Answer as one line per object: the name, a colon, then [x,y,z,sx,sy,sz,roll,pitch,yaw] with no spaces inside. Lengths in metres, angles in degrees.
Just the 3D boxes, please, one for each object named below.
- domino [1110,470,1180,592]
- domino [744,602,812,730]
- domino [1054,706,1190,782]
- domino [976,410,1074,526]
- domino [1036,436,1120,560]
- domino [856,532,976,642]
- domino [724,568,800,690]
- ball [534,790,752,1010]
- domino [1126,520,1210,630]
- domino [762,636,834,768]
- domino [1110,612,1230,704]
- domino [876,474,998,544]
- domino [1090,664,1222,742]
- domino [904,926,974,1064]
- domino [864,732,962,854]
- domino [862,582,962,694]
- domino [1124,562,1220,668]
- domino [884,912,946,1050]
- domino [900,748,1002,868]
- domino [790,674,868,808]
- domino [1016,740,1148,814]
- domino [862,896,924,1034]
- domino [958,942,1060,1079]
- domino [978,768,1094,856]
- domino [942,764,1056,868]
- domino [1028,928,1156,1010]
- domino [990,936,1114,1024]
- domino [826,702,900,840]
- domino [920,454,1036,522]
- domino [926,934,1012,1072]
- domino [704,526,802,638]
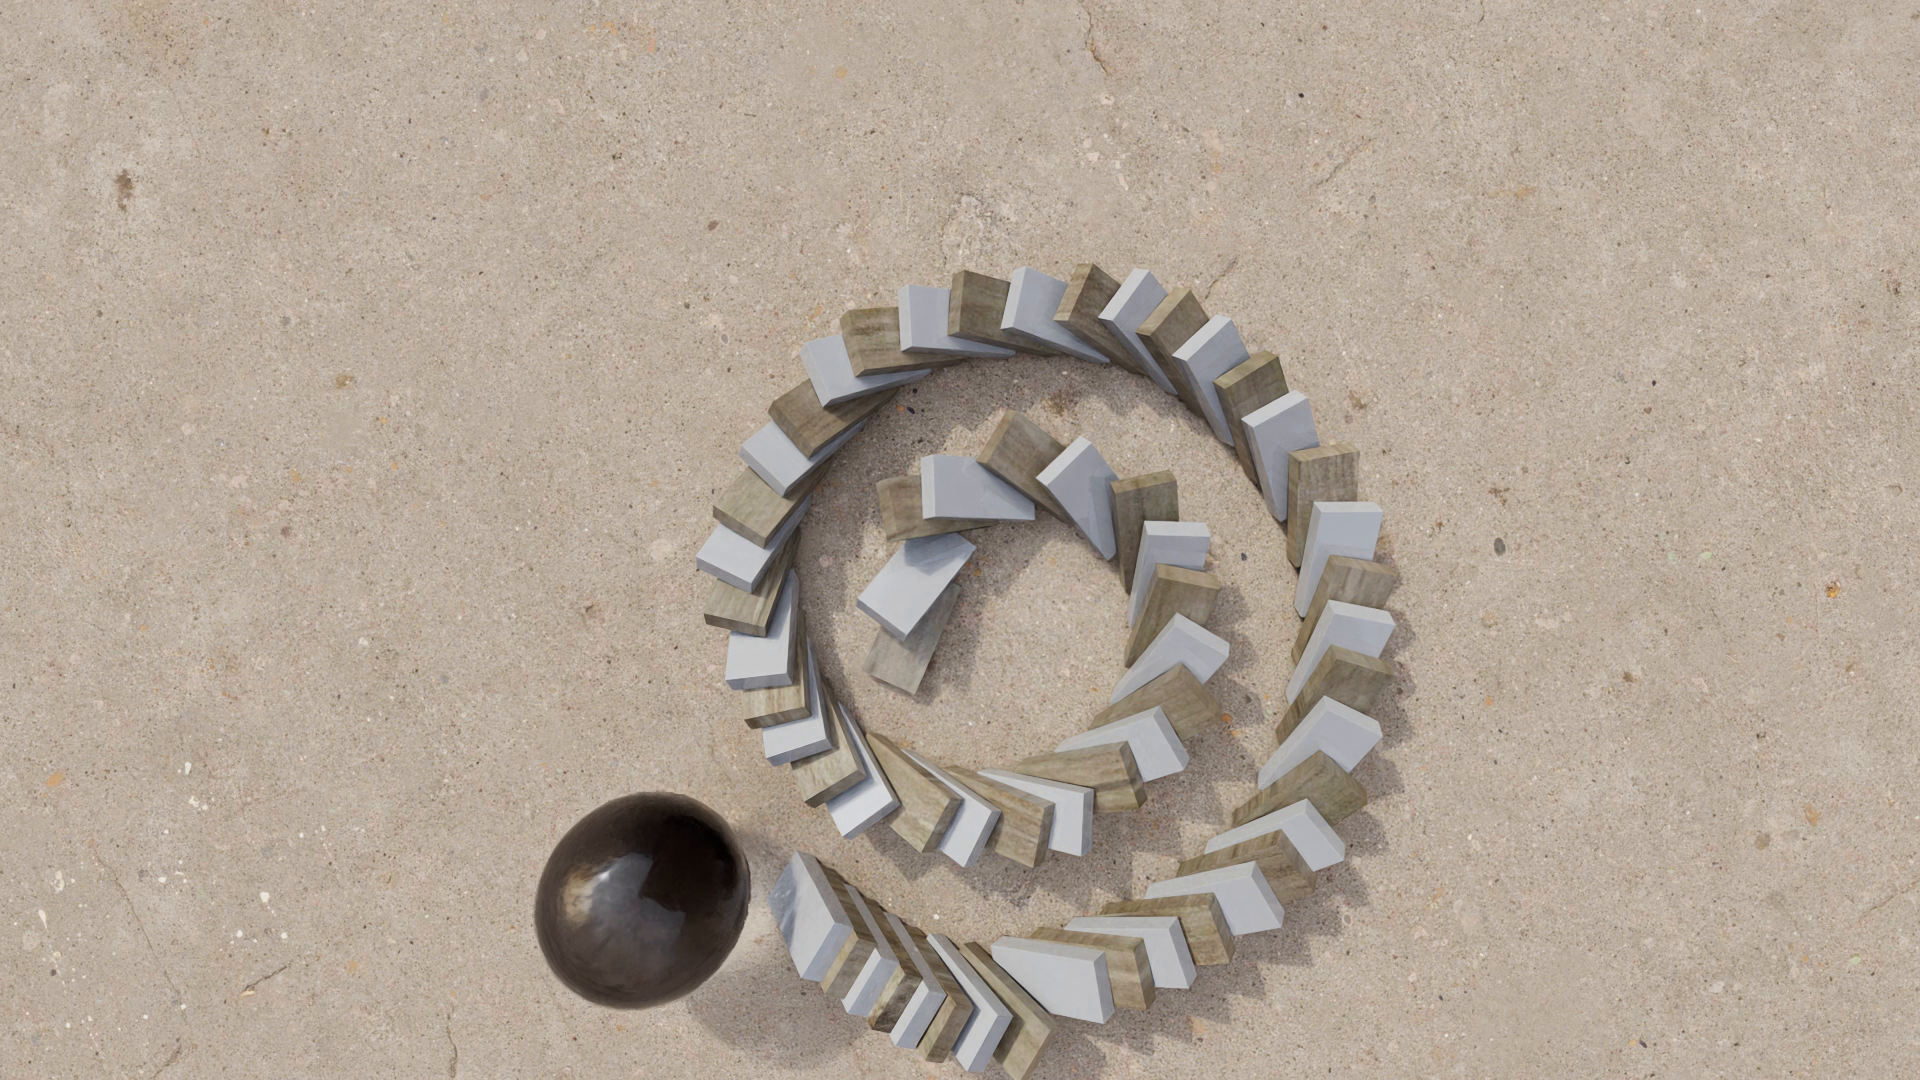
domino: [0.078,-0.003,0.383,0.025,0.009,0.050,-12,122,0]
domino: [-0.077,0.052,0.381,0.025,0.009,0.050,-12,53,2]
domino: [0.067,0.089,0.382,0.050,0.010,0.025,-29,92,34]
domino: [0.034,-0.030,0.384,0.050,0.009,0.025,33,85,-26]
domino: [0.056,-0.017,0.383,0.025,0.009,0.050,-44,122,0]
domino: [-0.018,0.015,0.384,0.025,0.010,0.050,36,64,6]
domino: [-0.081,0.037,0.380,0.025,0.009,0.050,-7,53,4]
ball: [-0.123,0.140,0.360,0.080,0.080,0.080,0,90,0]
domino: [0.086,0.016,0.381,0.025,0.009,0.050,2,126,-1]
domino: [-0.070,0.066,0.381,0.025,0.009,0.050,-18,53,0]
domino: [0.087,0.056,0.382,0.025,0.010,0.050,31,124,0]
domino: [-0.009,-0.015,0.382,0.050,0.009,0.025,-9,87,-34]
domino: [0.081,0.074,0.381,0.025,0.009,0.050,47,125,-3]
domino: [-0.016,0.185,0.376,0.009,0.050,0.025,29,90,-32]
domino: [-0.025,0.104,0.381,0.050,0.009,0.025,29,92,35]
domino: [-0.021,0.038,0.395,0.025,0.010,0.050,24,90,0]
domino: [0.087,0.034,0.382,0.025,0.009,0.050,12,126,0]
domino: [-0.026,0.179,0.376,0.010,0.050,0.025,31,90,-31]
domino: [-0.010,0.111,0.383,0.050,0.009,0.025,26,90,32]
domino: [-0.060,0.082,0.381,0.025,0.010,0.050,-31,53,1]
domino: [0.050,0.101,0.382,0.050,0.009,0.025,-19,90,33]
domino: [-0.035,0.173,0.376,0.009,0.050,0.025,31,90,-31]
domino: [0.015,0.195,0.381,0.050,0.009,0.025,32,93,36]
domino: [0.030,0.113,0.382,0.050,0.010,0.025,3,90,34]
domino: [0.013,0.114,0.382,0.050,0.010,0.025,12,94,33]
domino: [0.054,0.178,0.381,0.050,0.010,0.025,-12,91,37]
domino: [0.038,0.182,0.381,0.050,0.010,0.025,-10,90,37]
domino: [-0.048,0.096,0.383,0.025,0.009,0.050,-36,58,0]
domino: [0.008,-0.021,0.381,0.050,0.010,0.025,1,84,-33]
domino: [-0.002,0.189,0.378,0.009,0.050,0.025,29,90,-39]
domino: [-0.086,0.014,0.382,0.025,0.010,0.050,13,56,1]
